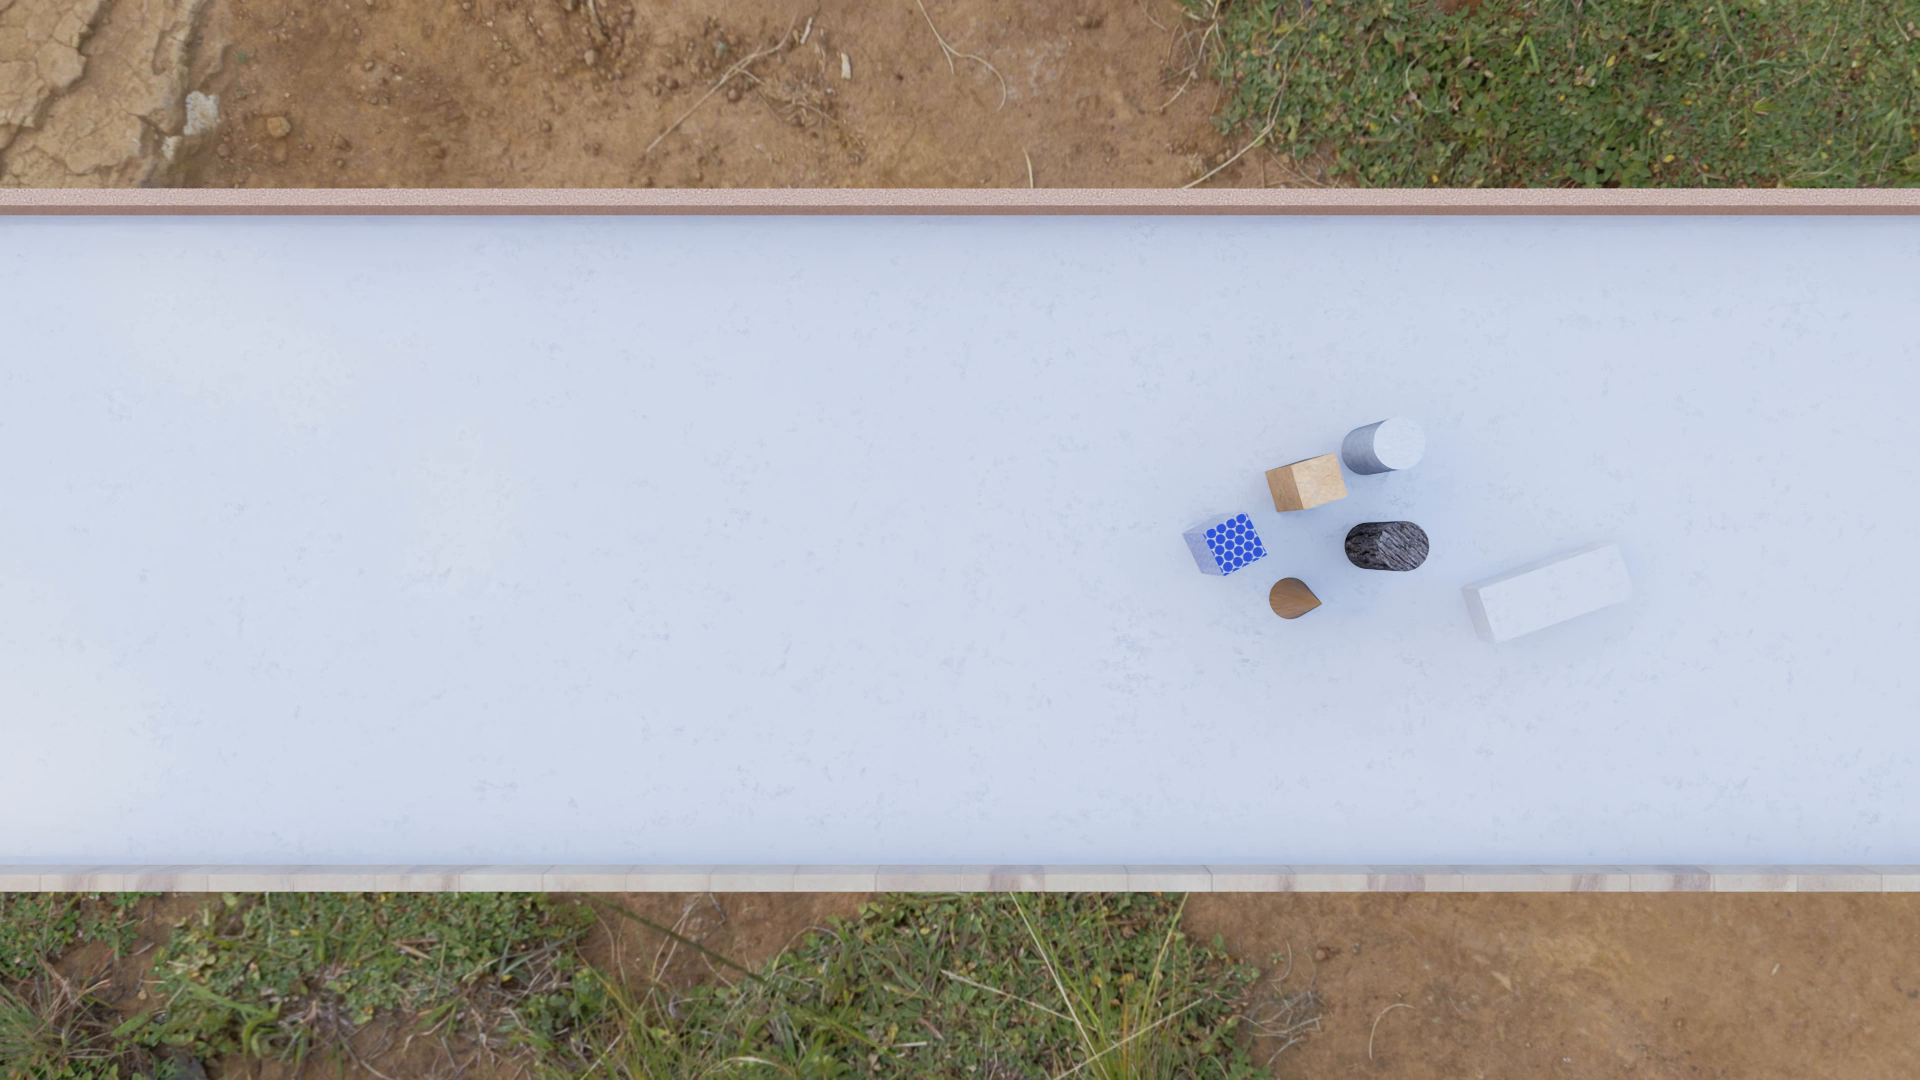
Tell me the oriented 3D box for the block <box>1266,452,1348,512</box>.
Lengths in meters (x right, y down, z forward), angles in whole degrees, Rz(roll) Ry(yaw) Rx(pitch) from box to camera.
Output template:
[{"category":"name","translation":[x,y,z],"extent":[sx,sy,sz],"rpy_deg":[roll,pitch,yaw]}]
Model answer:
[{"category":"block","translation":[1.019,-0.167,4.877],"extent":[0.131,0.400,0.131],"rpy_deg":[-17,90,0]}]

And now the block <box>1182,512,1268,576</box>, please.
[{"category":"block","translation":[0.774,0.011,4.861],"extent":[0.137,0.431,0.137],"rpy_deg":[-26,90,0]}]

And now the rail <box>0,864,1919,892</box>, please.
[{"category":"rail","translation":[-2.247,1.025,5.001],"extent":[12.000,0.150,0.050],"rpy_deg":[0,90,0]}]

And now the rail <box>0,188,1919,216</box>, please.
[{"category":"rail","translation":[-2.247,-1.025,5.002],"extent":[12.000,0.150,0.050],"rpy_deg":[0,90,0]}]

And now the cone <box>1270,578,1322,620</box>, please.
[{"category":"cone","translation":[1.016,0.179,4.849],"extent":[0.129,0.456,0.129],"rpy_deg":[0,90,0]}]

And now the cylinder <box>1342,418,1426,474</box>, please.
[{"category":"cylinder","translation":[1.248,-0.275,4.880],"extent":[0.150,0.394,0.150],"rpy_deg":[0,90,0]}]

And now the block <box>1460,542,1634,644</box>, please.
[{"category":"block","translation":[1.775,0.158,4.991],"extent":[0.437,0.170,0.170],"rpy_deg":[-19,90,0]}]

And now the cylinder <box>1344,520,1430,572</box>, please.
[{"category":"cylinder","translation":[1.255,0.018,4.870],"extent":[0.144,0.413,0.144],"rpy_deg":[0,90,0]}]
